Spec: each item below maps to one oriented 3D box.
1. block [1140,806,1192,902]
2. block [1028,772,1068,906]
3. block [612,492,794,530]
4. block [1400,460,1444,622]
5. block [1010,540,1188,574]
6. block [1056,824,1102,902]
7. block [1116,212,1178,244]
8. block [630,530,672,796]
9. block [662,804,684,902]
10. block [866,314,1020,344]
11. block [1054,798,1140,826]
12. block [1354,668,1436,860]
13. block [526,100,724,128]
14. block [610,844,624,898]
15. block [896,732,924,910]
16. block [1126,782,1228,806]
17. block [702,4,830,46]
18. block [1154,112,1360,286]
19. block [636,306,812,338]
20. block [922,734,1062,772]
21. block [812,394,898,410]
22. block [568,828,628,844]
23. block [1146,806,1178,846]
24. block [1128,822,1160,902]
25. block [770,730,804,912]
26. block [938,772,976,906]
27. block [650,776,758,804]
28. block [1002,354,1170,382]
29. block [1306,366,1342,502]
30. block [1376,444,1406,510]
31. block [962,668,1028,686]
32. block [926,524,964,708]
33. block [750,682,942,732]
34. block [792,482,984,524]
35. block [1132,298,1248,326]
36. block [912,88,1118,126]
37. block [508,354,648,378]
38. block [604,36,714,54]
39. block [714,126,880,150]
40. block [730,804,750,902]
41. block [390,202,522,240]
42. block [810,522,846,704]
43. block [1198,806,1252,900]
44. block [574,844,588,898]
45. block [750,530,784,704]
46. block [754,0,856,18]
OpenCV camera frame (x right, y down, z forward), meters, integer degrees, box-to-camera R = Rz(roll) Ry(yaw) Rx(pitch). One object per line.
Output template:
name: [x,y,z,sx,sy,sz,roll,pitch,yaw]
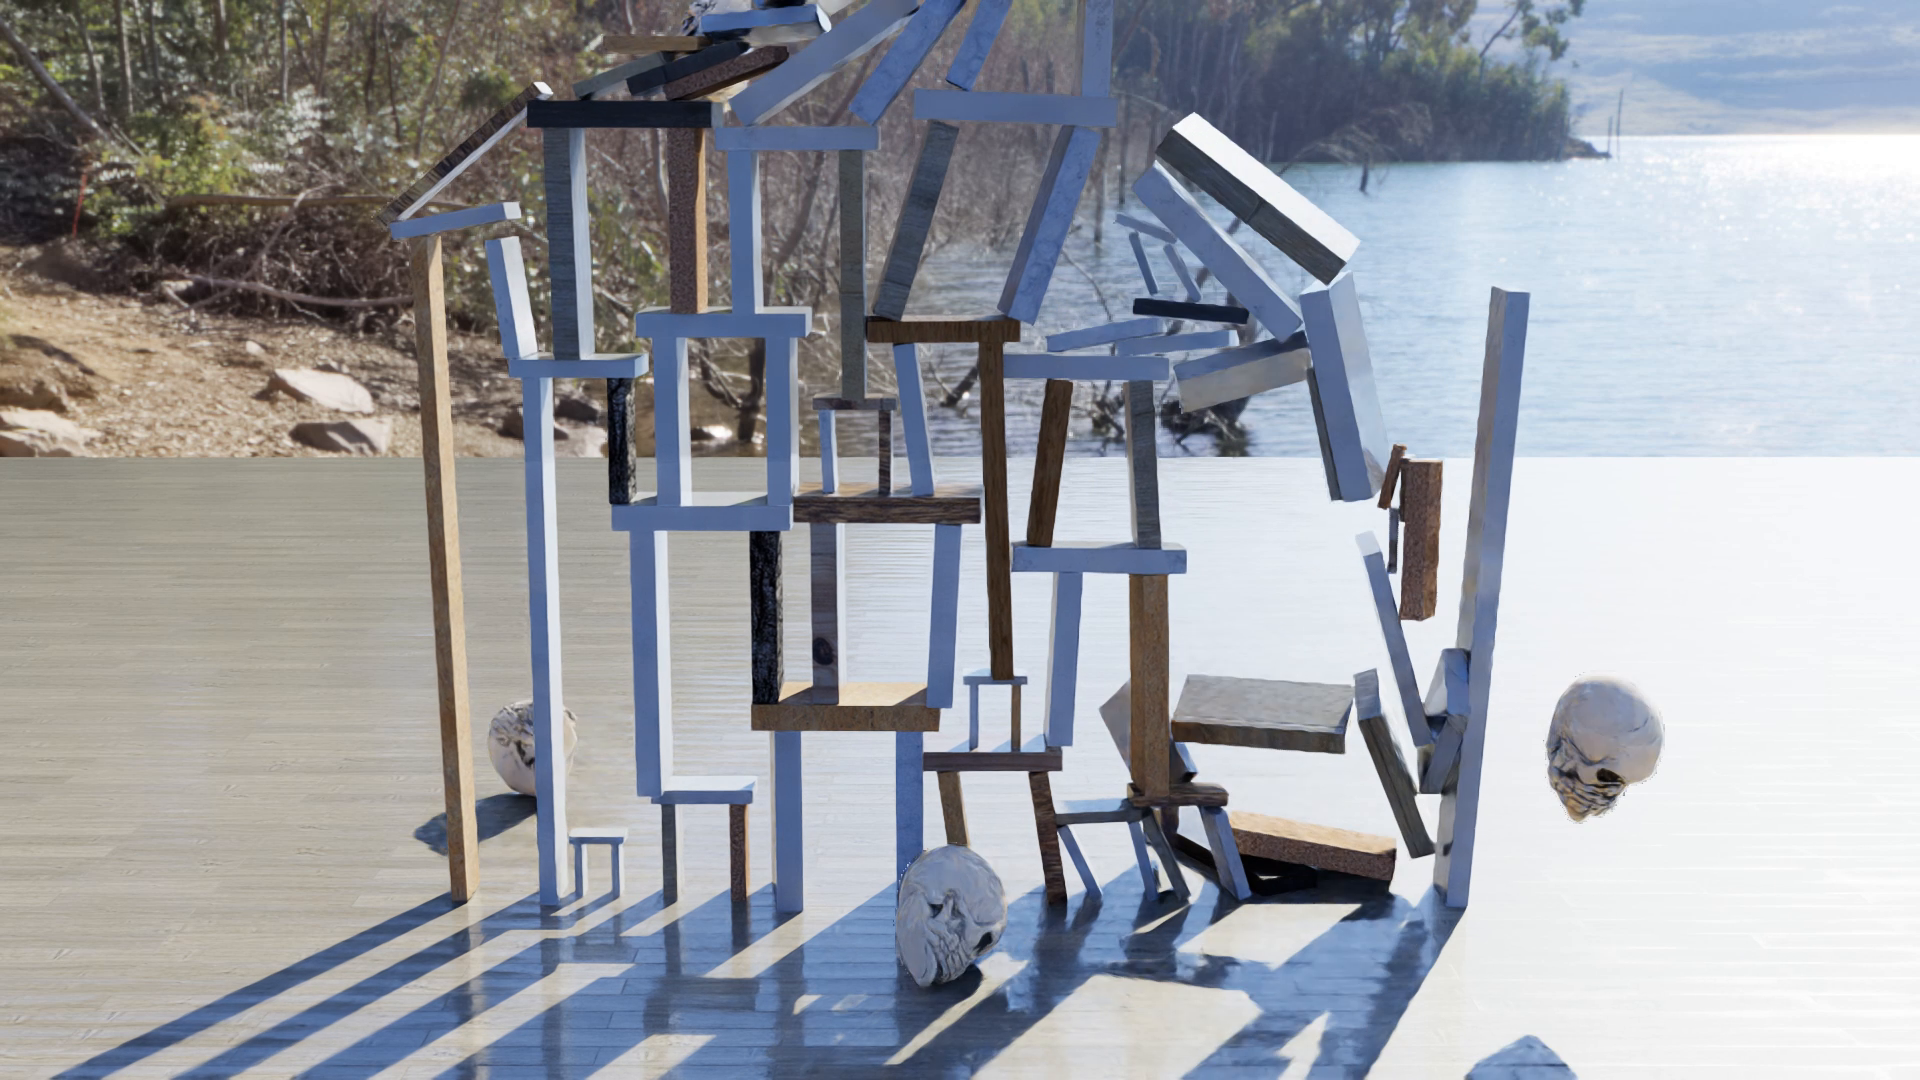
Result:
block: [0.338,0.516,3.654,0.022,0.157,0.078,-25,10,3]
block: [0.143,0.478,3.646,0.032,0.227,0.113,-9,11,0]
block: [-0.410,-0.047,3.550,0.283,0.040,0.141,0,10,0]
block: [0.745,-0.001,3.548,0.036,0.253,0.126,4,4,22]
block: [0.224,0.028,3.599,0.281,0.040,0.140,1,5,0]
block: [0.197,0.525,3.652,0.020,0.139,0.069,-25,10,4]
block: [0.298,-0.496,3.493,0.101,0.014,0.050,21,13,2]
block: [-0.504,0.188,3.594,0.040,0.438,0.141,0,10,0]
block: [-0.478,0.507,3.659,0.024,0.167,0.083,0,11,0]
block: [-0.028,-0.336,3.495,0.239,0.034,0.119,-1,10,-4]
block: [0.226,0.448,3.633,0.139,0.020,0.069,-3,10,-1]
block: [0.727,0.375,3.682,0.041,0.290,0.145,-18,25,16]
block: [-0.521,-0.665,3.438,0.284,0.040,0.142,0,10,2]
block: [-0.571,0.544,3.665,0.013,0.092,0.046,0,11,0]
block: [-0.082,0.442,3.639,0.043,0.302,0.151,0,11,0]
block: [0.359,0.421,3.641,0.157,0.022,0.078,0,5,-4]
block: [-0.301,-0.800,3.431,0.184,0.026,0.092,-4,-4,9]
block: [0.471,-0.538,3.456,0.338,0.048,0.169,38,25,2]
block: [-0.373,-0.347,3.497,0.265,0.038,0.133,0,10,0]
block: [0.053,0.349,3.623,0.227,0.032,0.113,0,11,0]
block: [-0.167,-0.221,3.512,0.132,0.019,0.066,0,10,1]
block: [-0.601,0.492,3.656,0.092,0.013,0.046,0,11,0]
block: [0.355,0.421,3.823,0.030,0.213,0.107,4,-7,-7]
block: [0.302,0.523,3.652,0.020,0.139,0.069,-15,10,3]
block: [-0.287,0.444,3.629,0.043,0.302,0.151,-1,11,-8]
block: [-0.005,0.478,3.646,0.032,0.227,0.113,-8,10,2]
block: [-0.422,0.414,3.641,0.167,0.024,0.083,0,10,0]
block: [0.203,-0.281,3.585,0.267,0.038,0.134,1,5,1]
block: [0.606,-0.179,3.551,0.031,0.216,0.108,-9,8,25]
block: [0.694,-0.103,3.531,0.015,0.104,0.052,17,10,17]
block: [0.057,0.224,3.597,0.104,0.015,0.052,0,10,-1]
block: [-0.024,0.110,3.555,0.042,0.296,0.148,3,11,1]
block: [-0.183,0.273,3.605,0.302,0.043,0.151,0,11,1]
block: [-0.112,-0.060,3.541,0.296,0.042,0.148,0,11,3]
block: [0.368,-0.364,3.510,0.181,0.026,0.090,6,5,5]
block: [0.083,-0.674,3.435,0.310,0.044,0.155,2,10,-2]
block: [-0.607,-0.278,3.502,0.202,0.029,0.101,1,11,4]
block: [-0.468,-0.770,3.419,0.152,0.022,0.076,3,8,14]
block: [-0.252,-0.629,3.445,0.250,0.035,0.125,0,10,1]
block: [-0.367,0.507,3.659,0.024,0.167,0.083,0,11,0]
block: [-0.802,-0.508,3.503,0.186,0.026,0.093,-10,8,5]
block: [-0.214,0.105,3.579,0.042,0.296,0.148,0,11,2]
block: [0.439,0.513,3.656,0.022,0.157,0.078,-21,15,-11]
block: [-0.632,0.544,3.665,0.013,0.092,0.046,0,11,0]
block: [-0.314,0.112,3.579,0.040,0.283,0.141,0,10,0]
block: [-0.157,-0.904,3.411,0.323,0.046,0.162,-27,-11,14]
